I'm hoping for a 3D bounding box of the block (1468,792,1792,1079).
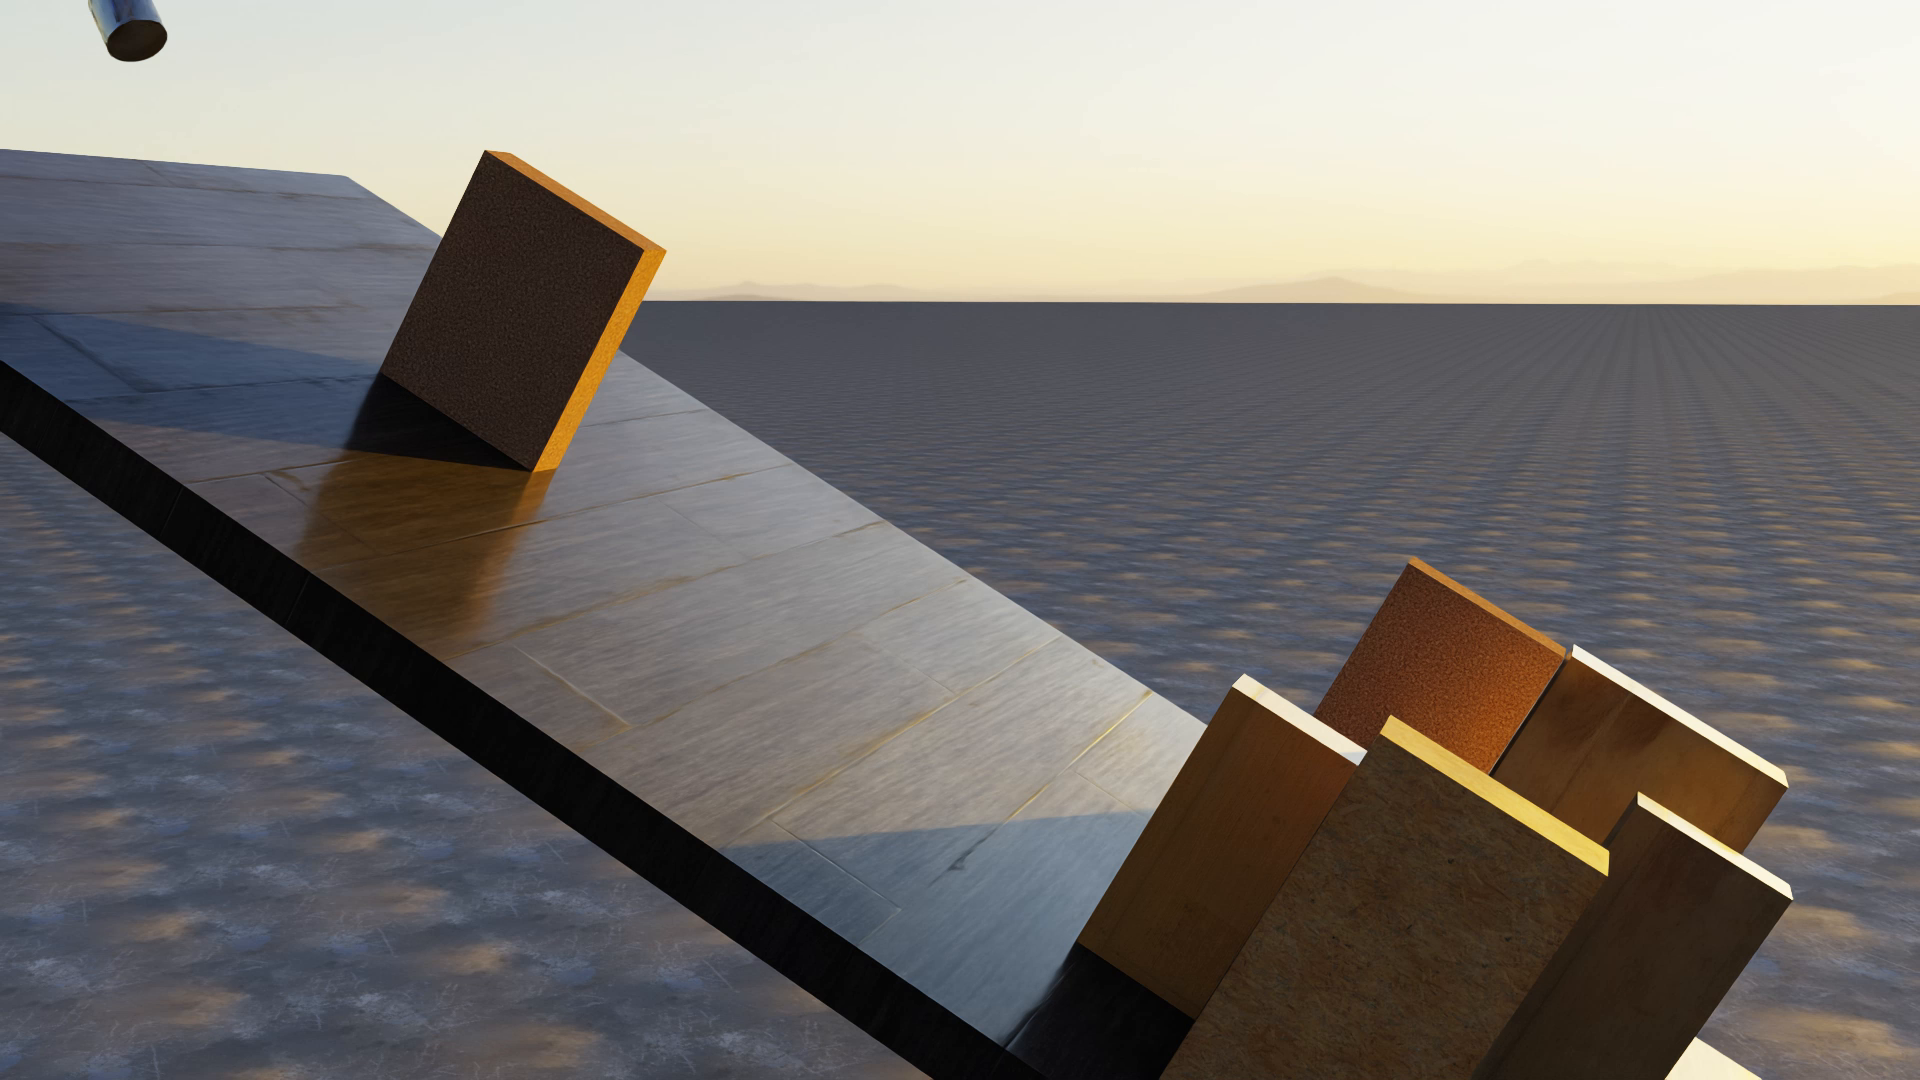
[{"bbox_3d":[1.022,0.740,3.501,0.266,0.631,0.089,32,15,11],"label":"block"}]

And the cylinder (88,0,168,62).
[{"bbox_3d":[-1.654,-1.035,4.368,0.118,0.118,0.118,-25,-22,-11],"label":"cylinder"}]

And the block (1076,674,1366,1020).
[{"bbox_3d":[0.463,0.518,3.463,0.351,0.491,0.110,32,15,11],"label":"block"}]

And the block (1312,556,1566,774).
[{"bbox_3d":[0.874,0.398,4.359,0.342,0.639,0.107,32,15,11],"label":"block"}]

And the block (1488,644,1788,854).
[{"bbox_3d":[1.089,0.603,3.939,0.418,0.708,0.125,32,15,11],"label":"block"}]

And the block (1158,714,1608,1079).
[{"bbox_3d":[0.594,0.613,3.126,0.353,0.623,0.134,32,15,11],"label":"block"}]

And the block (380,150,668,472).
[{"bbox_3d":[-0.840,-0.438,4.213,0.377,0.483,0.100,32,15,11],"label":"block"}]

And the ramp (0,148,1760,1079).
[{"bbox_3d":[-0.185,0.305,4.128,4.000,0.100,2.000,32,15,11],"label":"ramp"}]
